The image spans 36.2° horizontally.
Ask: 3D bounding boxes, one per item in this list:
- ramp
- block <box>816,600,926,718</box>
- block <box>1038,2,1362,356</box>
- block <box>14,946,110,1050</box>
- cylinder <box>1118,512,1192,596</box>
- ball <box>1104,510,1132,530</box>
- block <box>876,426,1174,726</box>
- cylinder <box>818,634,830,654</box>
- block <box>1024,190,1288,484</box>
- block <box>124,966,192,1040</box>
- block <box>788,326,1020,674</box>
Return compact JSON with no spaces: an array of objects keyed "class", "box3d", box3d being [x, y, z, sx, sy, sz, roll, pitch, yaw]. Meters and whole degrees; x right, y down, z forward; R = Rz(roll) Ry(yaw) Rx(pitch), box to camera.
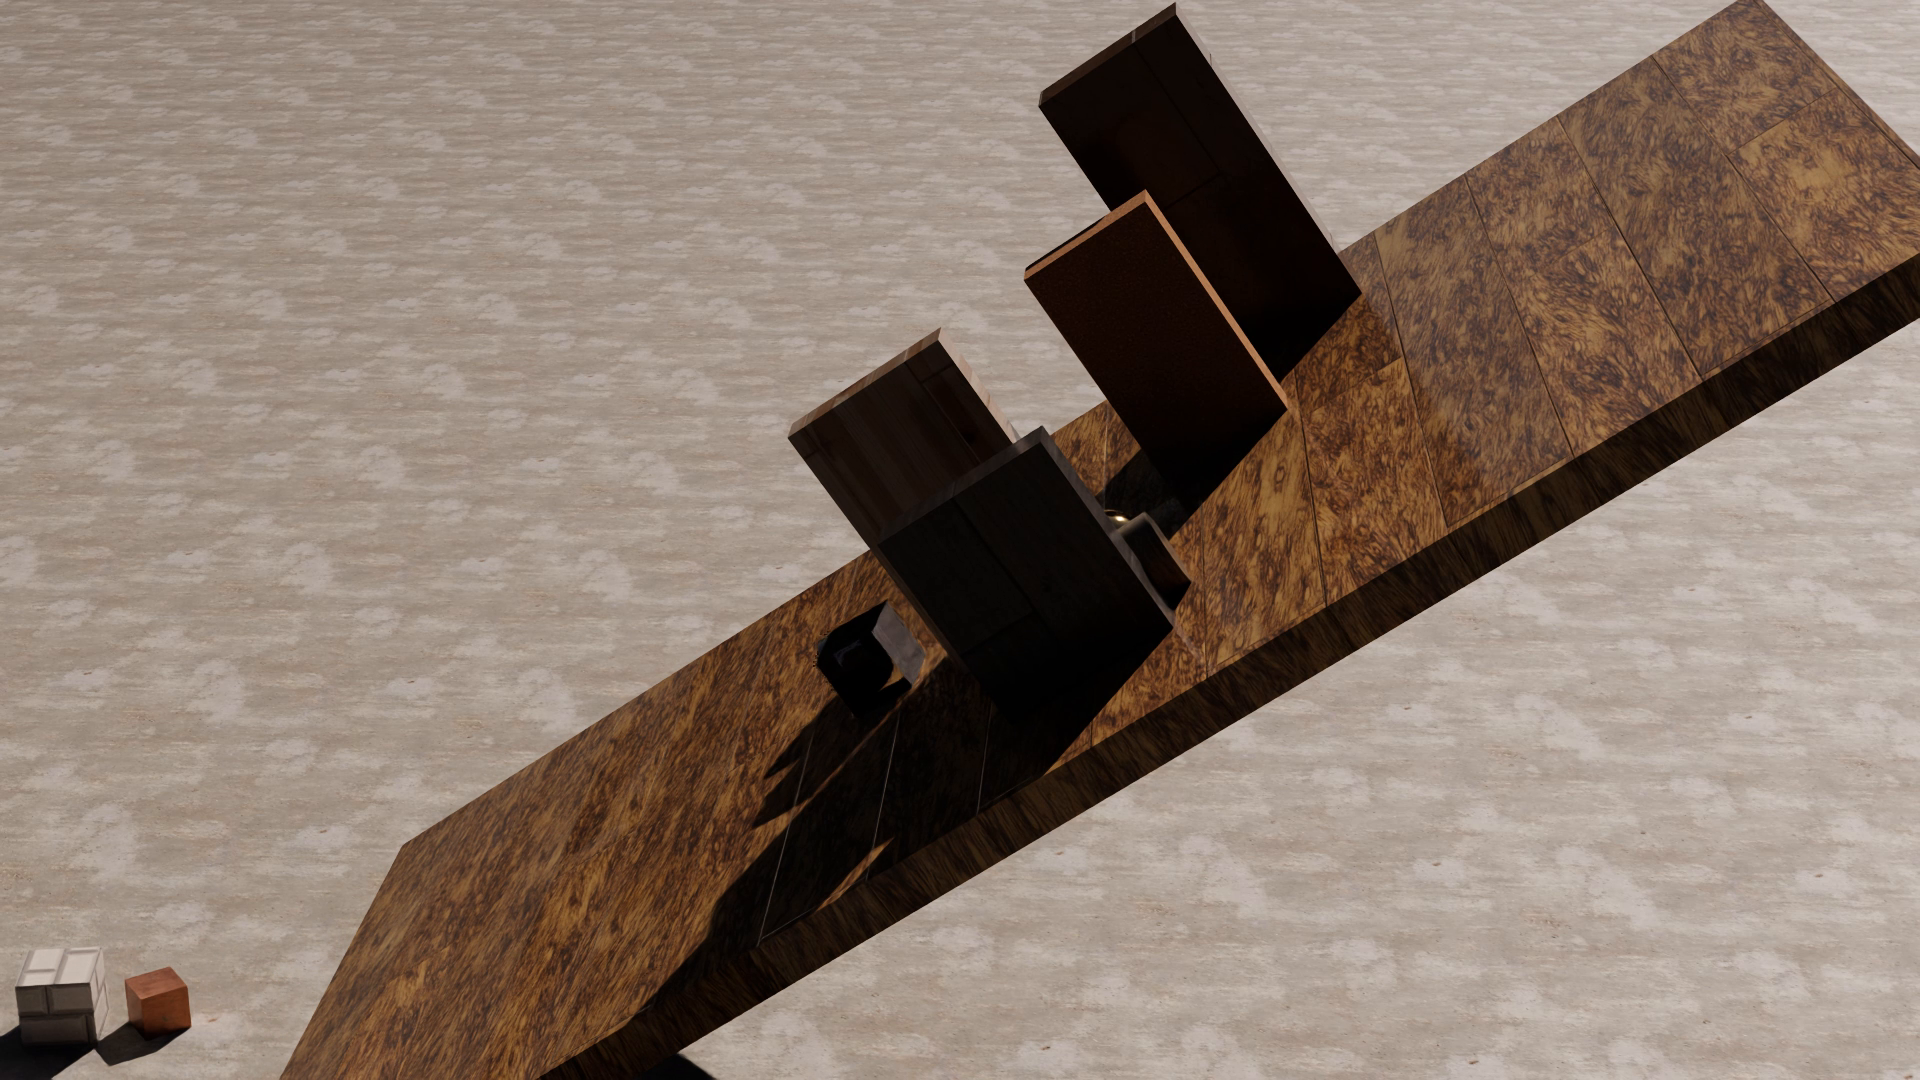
[{"class":"ramp","box3d":[0.136,0.173,6.304,4.000,0.100,2.000,-32,16,15]},{"class":"block","box3d":[-0.189,0.255,6.292,0.151,0.151,0.151,-30,17,23]},{"class":"block","box3d":[0.543,-0.783,6.621,0.364,0.759,0.146,-32,16,15]},{"class":"block","box3d":[-2.130,1.088,6.984,0.172,0.172,0.172,-2,21,-6]},{"class":"cylinder","box3d":[0.337,0.056,5.716,0.162,0.162,0.162,-34,21,7]},{"class":"ball","box3d":[0.295,0.025,5.879,0.173,0.173,0.173,0,21,0]},{"class":"block","box3d":[0.127,0.071,5.587,0.372,0.447,0.096,-32,16,15]},{"class":"cylinder","box3d":[-0.223,0.241,6.451,0.127,0.127,0.127,-31,13,19]},{"class":"block","box3d":[0.417,-0.429,6.249,0.306,0.545,0.100,-32,16,15]},{"class":"block","box3d":[-1.914,1.106,7.019,0.113,0.113,0.113,-14,25,-32]},{"class":"block","box3d":[-0.015,-0.074,5.989,0.372,0.623,0.089,-32,16,15]}]
